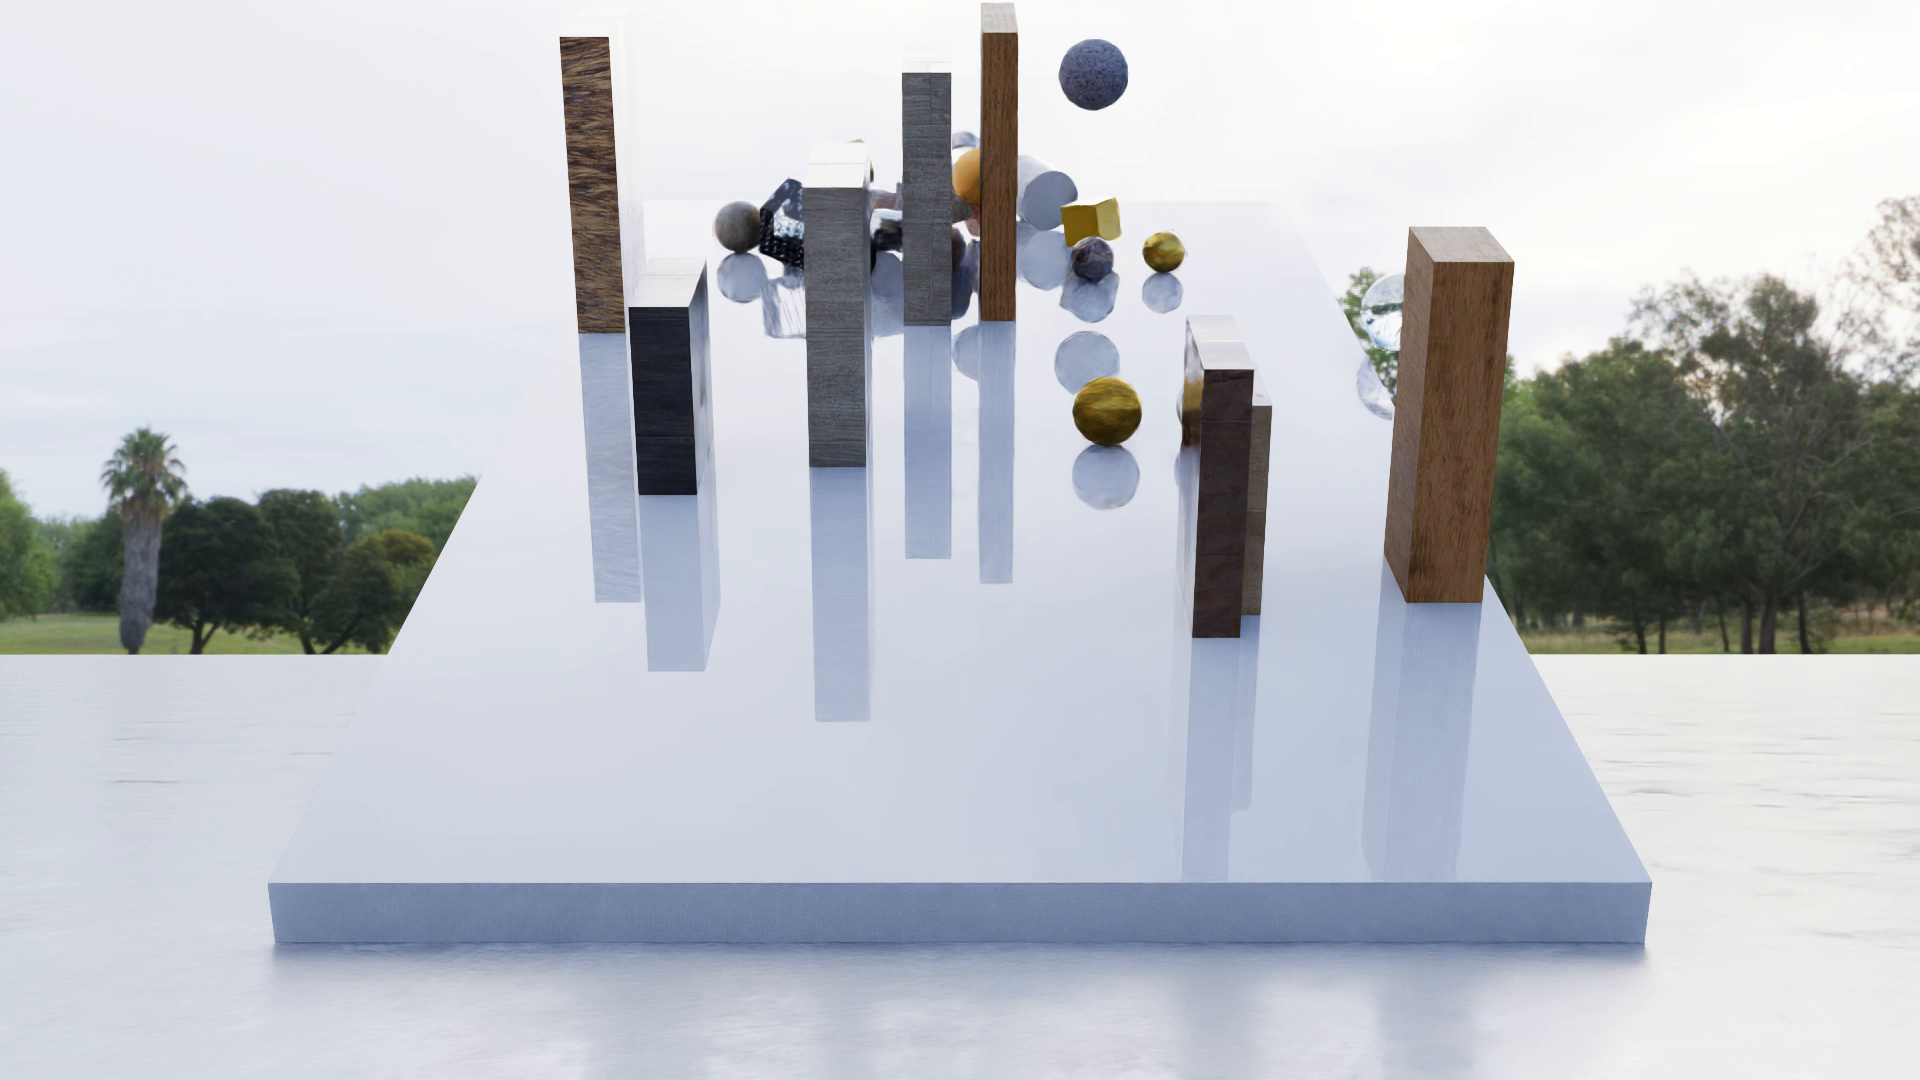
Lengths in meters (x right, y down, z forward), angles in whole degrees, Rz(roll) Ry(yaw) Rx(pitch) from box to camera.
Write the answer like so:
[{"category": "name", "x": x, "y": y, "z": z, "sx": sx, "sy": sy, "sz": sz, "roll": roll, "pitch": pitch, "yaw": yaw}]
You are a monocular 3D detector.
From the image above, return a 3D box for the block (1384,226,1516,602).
[{"category": "block", "x": 0.893, "y": -0.229, "z": 4.232, "sx": 0.141, "sy": 0.648, "sz": 0.240, "roll": 0, "pitch": 22, "yaw": 0}]

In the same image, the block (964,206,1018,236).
[{"category": "block", "x": 0.070, "y": -0.945, "z": 6.575, "sx": 0.113, "sy": 0.113, "sz": 0.113, "roll": -35, "pitch": 16, "yaw": -13}]

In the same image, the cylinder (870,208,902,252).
[{"category": "cylinder", "x": -0.177, "y": -0.837, "z": 6.239, "sx": 0.111, "sy": 0.111, "sz": 0.111, "roll": 2, "pitch": -3, "yaw": -17}]

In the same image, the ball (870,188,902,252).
[{"category": "ball", "x": -0.233, "y": -0.899, "z": 6.463, "sx": 0.178, "sy": 0.178, "sz": 0.178, "roll": 0, "pitch": -3, "yaw": 0}]

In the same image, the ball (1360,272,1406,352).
[{"category": "ball", "x": 1.080, "y": -0.559, "z": 5.642, "sx": 0.193, "sy": 0.193, "sz": 0.193, "roll": 0, "pitch": -3, "yaw": 0}]

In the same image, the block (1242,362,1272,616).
[{"category": "block", "x": 0.505, "y": -0.096, "z": 4.227, "sx": 0.084, "sy": 0.404, "sz": 0.243, "roll": 0, "pitch": 22, "yaw": 0}]

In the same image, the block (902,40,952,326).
[{"category": "block", "x": -0.082, "y": -0.922, "z": 5.913, "sx": 0.122, "sy": 0.641, "sz": 0.435, "roll": 0, "pitch": 22, "yaw": 0}]

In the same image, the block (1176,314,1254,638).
[{"category": "block", "x": 0.456, "y": -0.118, "z": 4.152, "sx": 0.086, "sy": 0.503, "sz": 0.317, "roll": 0, "pitch": 22, "yaw": 0}]

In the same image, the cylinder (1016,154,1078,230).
[{"category": "cylinder", "x": 0.225, "y": -1.019, "z": 6.741, "sx": 0.179, "sy": 0.179, "sz": 0.179, "roll": 1, "pitch": 23, "yaw": -27}]

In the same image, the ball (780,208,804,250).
[{"category": "ball", "x": -0.444, "y": -0.874, "z": 6.479, "sx": 0.119, "sy": 0.119, "sz": 0.119, "roll": 0, "pitch": -3, "yaw": 0}]

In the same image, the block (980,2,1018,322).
[{"category": "block", "x": 0.098, "y": -0.979, "z": 5.934, "sx": 0.088, "sy": 0.730, "sz": 0.436, "roll": 0, "pitch": 22, "yaw": 0}]

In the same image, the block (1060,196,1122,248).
[{"category": "block", "x": 0.365, "y": -0.885, "z": 6.404, "sx": 0.114, "sy": 0.114, "sz": 0.114, "roll": 2, "pitch": 19, "yaw": 36}]

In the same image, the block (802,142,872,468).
[{"category": "block", "x": -0.260, "y": -0.513, "z": 4.969, "sx": 0.122, "sy": 0.606, "sz": 0.412, "roll": 0, "pitch": 22, "yaw": 0}]

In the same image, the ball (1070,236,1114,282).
[{"category": "ball", "x": 0.357, "y": -0.757, "z": 6.198, "sx": 0.120, "sy": 0.120, "sz": 0.120, "roll": 0, "pitch": -3, "yaw": 0}]

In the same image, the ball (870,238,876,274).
[{"category": "ball", "x": -0.307, "y": -0.756, "z": 6.126, "sx": 0.172, "sy": 0.172, "sz": 0.172, "roll": 0, "pitch": -3, "yaw": 0}]

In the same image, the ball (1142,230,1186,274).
[{"category": "ball", "x": 0.555, "y": -0.785, "z": 6.272, "sx": 0.116, "sy": 0.116, "sz": 0.116, "roll": 0, "pitch": -3, "yaw": 0}]

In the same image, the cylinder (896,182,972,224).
[{"category": "cylinder", "x": -0.075, "y": -0.956, "z": 6.493, "sx": 0.162, "sy": 0.162, "sz": 0.162, "roll": -21, "pitch": 3, "yaw": -17}]

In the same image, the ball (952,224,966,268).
[{"category": "ball", "x": -0.053, "y": -0.799, "z": 6.274, "sx": 0.138, "sy": 0.138, "sz": 0.138, "roll": 0, "pitch": -3, "yaw": 0}]

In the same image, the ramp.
[{"category": "ramp", "x": -0.007, "y": -0.223, "z": 5.192, "sx": 2.000, "sy": 0.100, "sz": 4.000, "roll": 0, "pitch": 22, "yaw": 0}]

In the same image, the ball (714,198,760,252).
[{"category": "ball", "x": -0.616, "y": -0.880, "z": 6.452, "sx": 0.150, "sy": 0.150, "sz": 0.150, "roll": 0, "pitch": -3, "yaw": 0}]

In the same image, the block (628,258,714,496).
[{"category": "block", "x": -0.602, "y": -0.349, "z": 4.835, "sx": 0.121, "sy": 0.403, "sz": 0.366, "roll": 0, "pitch": 22, "yaw": 0}]

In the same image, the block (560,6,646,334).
[{"category": "block", "x": -0.897, "y": -0.943, "z": 5.833, "sx": 0.120, "sy": 0.738, "sz": 0.442, "roll": 0, "pitch": 22, "yaw": 0}]

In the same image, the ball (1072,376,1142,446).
[{"category": "ball", "x": 0.321, "y": -0.280, "z": 5.001, "sx": 0.152, "sy": 0.152, "sz": 0.152, "roll": 0, "pitch": -3, "yaw": 0}]

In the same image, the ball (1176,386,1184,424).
[{"category": "ball", "x": 0.547, "y": -0.292, "z": 5.034, "sx": 0.151, "sy": 0.151, "sz": 0.151, "roll": 0, "pitch": -3, "yaw": 0}]

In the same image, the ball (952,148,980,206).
[{"category": "ball", "x": 0.058, "y": -0.985, "z": 6.254, "sx": 0.160, "sy": 0.160, "sz": 0.160, "roll": 0, "pitch": -3, "yaw": 0}]

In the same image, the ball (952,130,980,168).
[{"category": "ball", "x": 0.011, "y": -1.073, "z": 6.355, "sx": 0.116, "sy": 0.116, "sz": 0.116, "roll": 0, "pitch": -3, "yaw": 0}]

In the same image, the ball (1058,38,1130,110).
[{"category": "ball", "x": 0.385, "y": -1.338, "z": 6.621, "sx": 0.203, "sy": 0.203, "sz": 0.203, "roll": 0, "pitch": -3, "yaw": 0}]

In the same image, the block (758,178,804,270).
[{"category": "block", "x": -0.441, "y": -0.862, "z": 6.300, "sx": 0.158, "sy": 0.158, "sz": 0.158, "roll": 22, "pitch": 47, "yaw": 15}]
